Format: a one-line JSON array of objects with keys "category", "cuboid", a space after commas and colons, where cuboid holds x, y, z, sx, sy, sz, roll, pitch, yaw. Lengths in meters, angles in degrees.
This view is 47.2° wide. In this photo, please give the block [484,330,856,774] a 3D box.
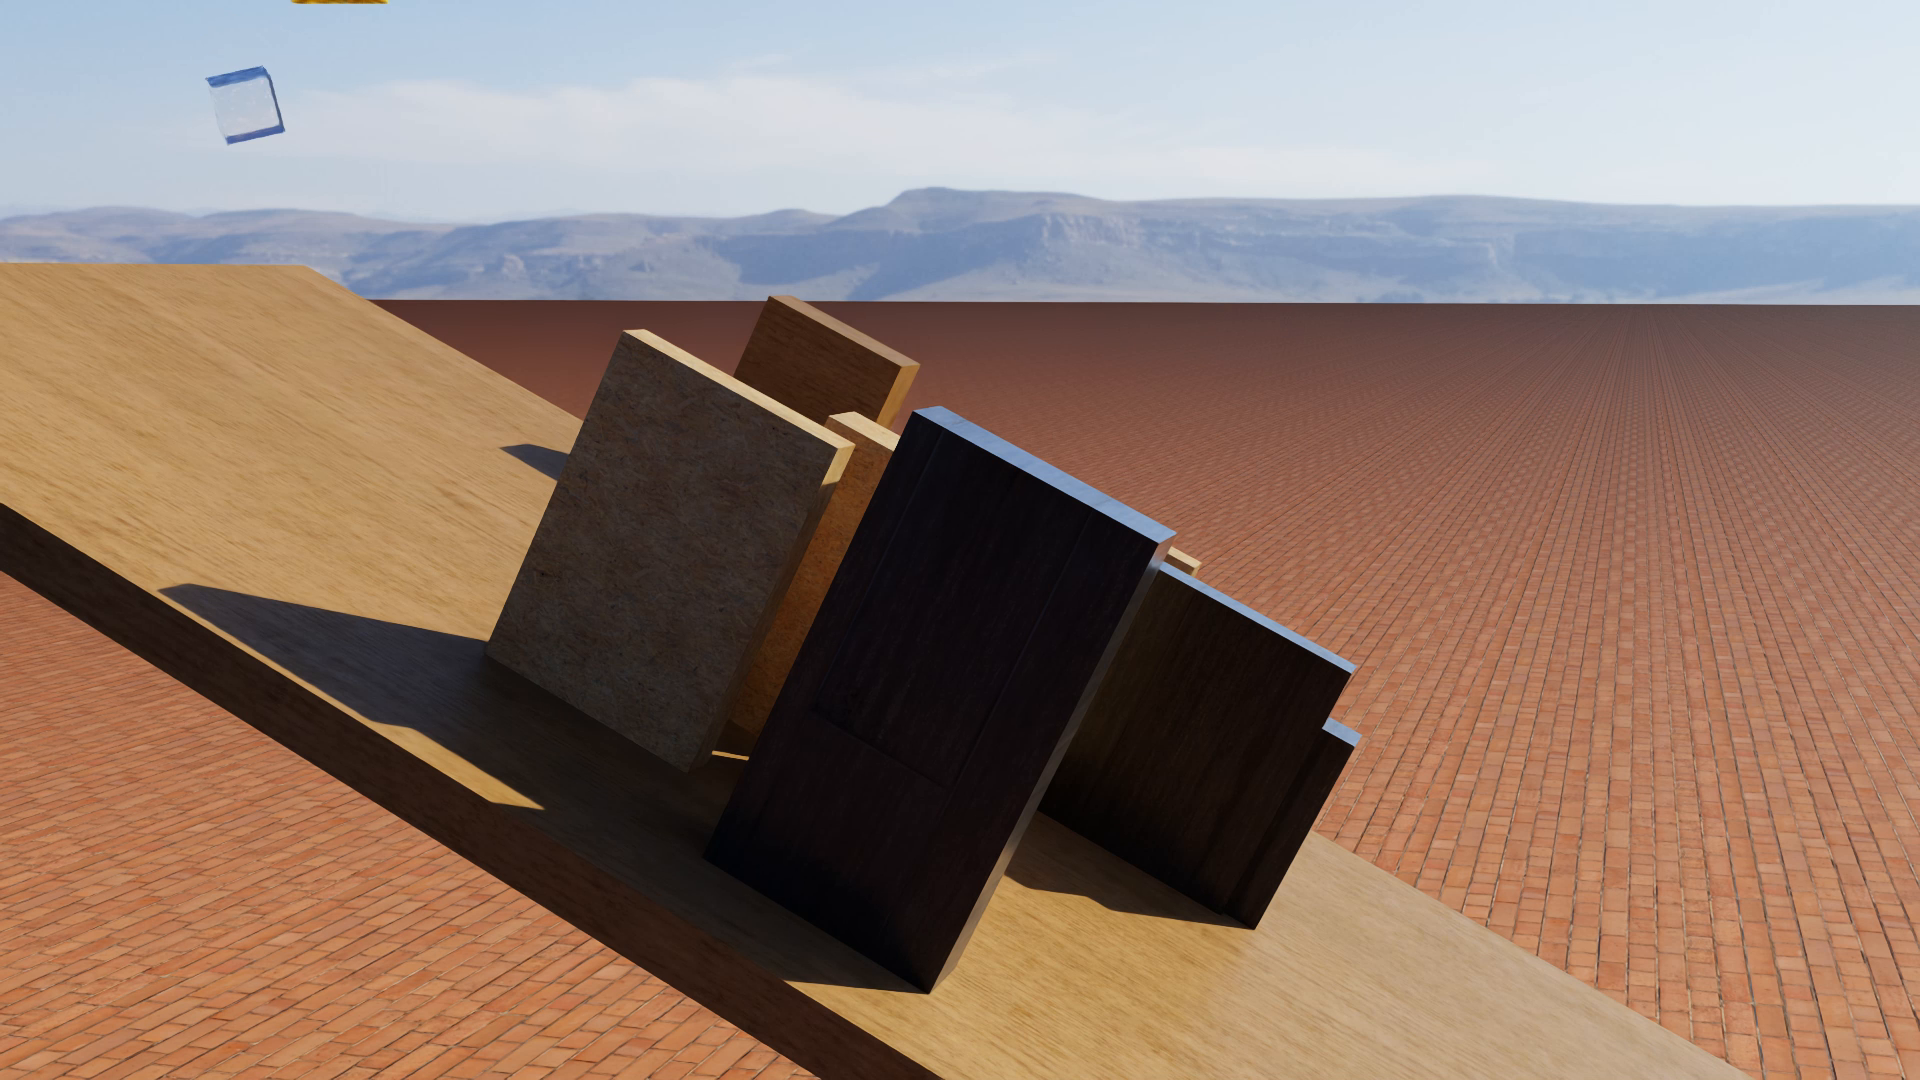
[{"category": "block", "cuboid": [-0.491, 0.018, 3.668, 0.417, 0.612, 0.083, 29, 14, 12]}]

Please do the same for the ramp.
[{"category": "ramp", "cuboid": [-0.245, 0.412, 4.160, 4.000, 0.100, 2.000, 29, 14, 12]}]

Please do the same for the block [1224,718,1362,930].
[{"category": "block", "cuboid": [0.505, 0.469, 4.214, 0.366, 0.409, 0.110, 29, 14, 12]}]

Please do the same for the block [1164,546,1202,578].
[{"category": "block", "cuboid": [0.248, 0.190, 4.615, 0.324, 0.490, 0.081, 29, 14, 12]}]

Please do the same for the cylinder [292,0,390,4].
[{"category": "cylinder", "cuboid": [-1.318, -1.236, 4.661, 0.194, 0.194, 0.194, -2, 7, -5]}]

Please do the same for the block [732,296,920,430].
[{"category": "block", "cuboid": [-0.372, -0.256, 5.100, 0.355, 0.515, 0.138, 29, 14, 12]}]

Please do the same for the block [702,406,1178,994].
[{"category": "block", "cuboid": [-0.038, 0.240, 3.315, 0.410, 0.775, 0.132, 29, 14, 12]}]

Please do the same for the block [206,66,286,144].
[{"category": "block", "cuboid": [-1.553, -0.945, 4.777, 0.124, 0.124, 0.124, -17, 27, -19]}]

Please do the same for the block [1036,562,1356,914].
[{"category": "block", "cuboid": [0.435, 0.373, 4.184, 0.427, 0.533, 0.083, 29, 14, 12]}]

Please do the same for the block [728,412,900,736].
[{"category": "block", "cuboid": [-0.229, 0.087, 3.947, 0.244, 0.581, 0.132, 29, 14, 12]}]
